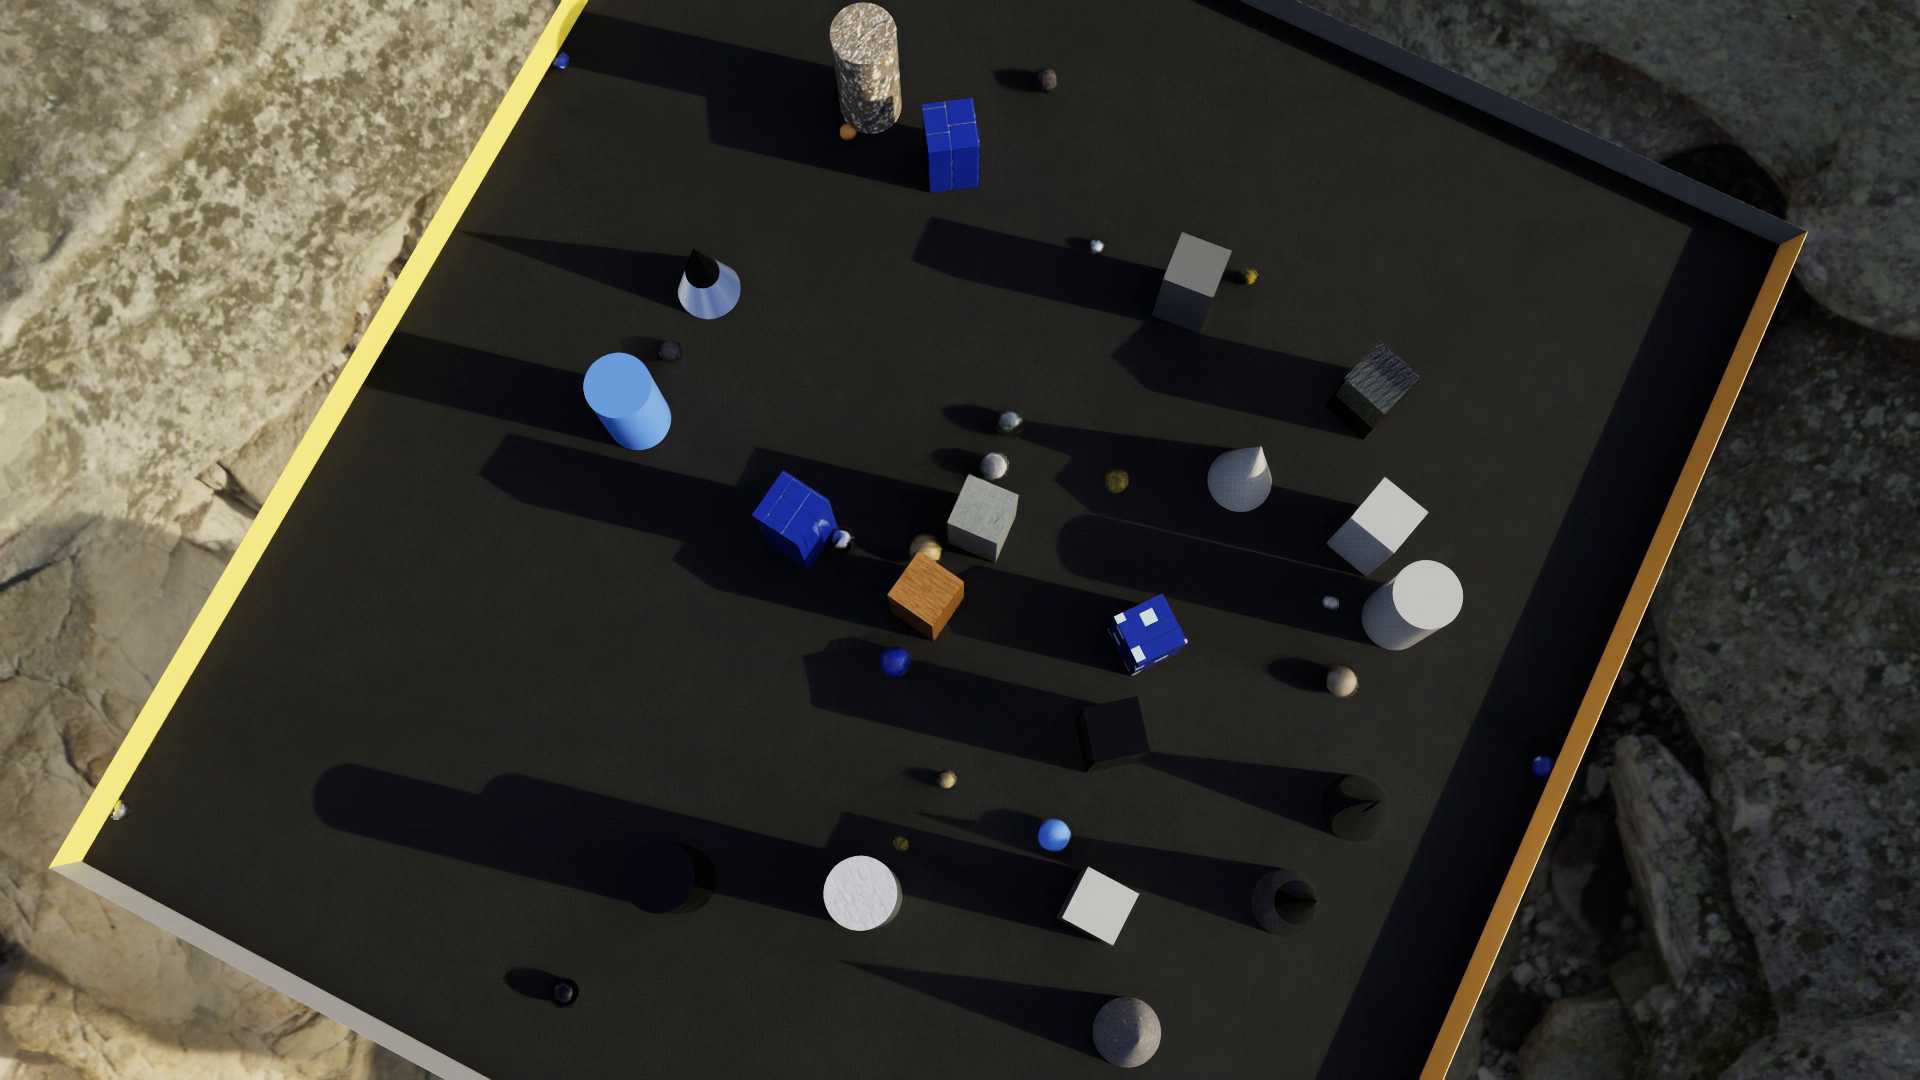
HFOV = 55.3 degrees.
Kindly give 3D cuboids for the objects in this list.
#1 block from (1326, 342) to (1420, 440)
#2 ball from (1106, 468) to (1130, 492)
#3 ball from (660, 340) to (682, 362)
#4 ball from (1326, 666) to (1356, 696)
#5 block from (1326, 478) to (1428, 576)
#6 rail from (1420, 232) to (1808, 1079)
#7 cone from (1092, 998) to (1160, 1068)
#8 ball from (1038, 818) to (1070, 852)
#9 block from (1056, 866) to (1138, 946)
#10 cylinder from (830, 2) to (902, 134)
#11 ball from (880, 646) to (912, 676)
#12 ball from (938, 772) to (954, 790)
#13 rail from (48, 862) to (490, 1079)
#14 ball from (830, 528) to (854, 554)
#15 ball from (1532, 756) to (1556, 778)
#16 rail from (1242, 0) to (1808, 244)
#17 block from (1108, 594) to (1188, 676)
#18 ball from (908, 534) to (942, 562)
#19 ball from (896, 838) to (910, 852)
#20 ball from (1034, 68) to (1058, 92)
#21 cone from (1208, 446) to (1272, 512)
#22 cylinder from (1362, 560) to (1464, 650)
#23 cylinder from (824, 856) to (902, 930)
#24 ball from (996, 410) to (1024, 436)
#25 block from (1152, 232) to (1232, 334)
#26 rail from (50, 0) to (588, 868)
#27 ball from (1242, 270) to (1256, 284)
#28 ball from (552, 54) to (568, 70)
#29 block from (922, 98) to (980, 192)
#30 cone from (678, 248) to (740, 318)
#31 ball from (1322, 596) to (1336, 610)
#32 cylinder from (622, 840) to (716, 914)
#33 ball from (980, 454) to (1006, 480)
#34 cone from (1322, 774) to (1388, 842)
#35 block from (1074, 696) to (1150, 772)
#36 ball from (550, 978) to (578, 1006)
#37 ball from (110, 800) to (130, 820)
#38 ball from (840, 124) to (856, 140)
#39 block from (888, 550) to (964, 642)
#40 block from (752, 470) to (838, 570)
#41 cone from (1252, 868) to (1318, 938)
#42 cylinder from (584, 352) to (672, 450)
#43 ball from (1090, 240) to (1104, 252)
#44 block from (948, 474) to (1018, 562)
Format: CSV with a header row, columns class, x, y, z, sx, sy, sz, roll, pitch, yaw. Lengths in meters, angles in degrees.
class,x,y,z,sx,sy,sz,roll,pitch,yaw
block,1.249,-0.450,5.560,0.159,0.293,0.159,44,82,8
ball,0.483,-0.182,5.618,0.072,0.072,0.072,0,78,0
ball,-0.899,-0.588,5.701,0.073,0.073,0.073,0,78,0
ball,1.140,0.423,5.483,0.091,0.091,0.091,0,78,0
block,1.232,-0.035,5.436,0.159,0.368,0.159,40,81,8
rail,1.695,0.837,5.377,0.045,0.129,4.092,26,80,5
cone,0.484,1.391,5.137,0.198,0.376,0.198,0,78,0
ball,0.277,0.868,5.388,0.096,0.096,0.096,0,78,0
block,0.391,1.047,5.241,0.159,0.311,0.159,28,80,5
cylinder,-0.287,-1.452,5.668,0.198,0.488,0.198,0,78,0
ball,-0.192,0.364,5.494,0.093,0.093,0.093,0,78,0
ball,-0.042,0.714,5.443,0.050,0.050,0.050,0,78,0
rail,-0.904,1.778,5.182,3.837,0.129,0.045,26,80,5
ball,-0.359,0.002,5.577,0.076,0.076,0.076,0,78,0
ball,1.733,0.673,5.443,0.067,0.067,0.067,0,78,0
rail,0.904,-1.764,5.915,3.837,0.129,0.045,26,80,5
block,0.554,0.283,5.436,0.159,0.238,0.159,-25,79,-5
ball,-0.105,0.029,5.560,0.099,0.099,0.099,0,78,0
ball,-0.170,0.899,5.409,0.042,0.042,0.042,0,78,0
ball,0.277,-1.476,5.885,0.073,0.073,0.073,0,78,0
cone,0.863,-0.226,5.450,0.198,0.417,0.198,0,78,0
cylinder,1.319,0.196,5.367,0.198,0.409,0.198,0,78,0
cylinder,-0.269,0.999,5.168,0.198,0.473,0.198,0,78,0
ball,0.152,-0.361,5.648,0.085,0.085,0.085,0,78,0
block,0.706,-0.784,5.608,0.159,0.335,0.159,22,79,4
rail,-1.695,-0.823,5.720,0.045,0.129,4.092,26,80,5
ball,0.908,-0.826,5.764,0.046,0.046,0.046,0,78,0
ball,-1.292,-1.543,5.912,0.047,0.047,0.047,0,78,0
block,-0.027,-1.227,5.711,0.159,0.312,0.159,-8,78,-2
cone,-0.791,-0.828,5.604,0.198,0.359,0.198,0,78,0
ball,1.120,0.188,5.556,0.043,0.043,0.043,0,78,0
cylinder,-0.818,0.958,5.190,0.198,0.446,0.198,0,78,0
ball,0.102,-0.226,5.622,0.081,0.081,0.081,0,78,0
cone,1.174,0.764,5.283,0.198,0.343,0.198,0,78,0
block,0.438,0.567,5.314,0.159,0.362,0.159,-11,79,-2
ball,-1.144,1.310,5.304,0.080,0.080,0.080,0,78,0
ball,-2.484,0.799,5.423,0.054,0.054,0.054,0,78,0
ball,-0.357,-1.305,5.859,0.055,0.055,0.055,0,78,0
block,-0.099,0.169,5.430,0.159,0.297,0.159,34,80,7
block,-0.484,-0.053,5.426,0.159,0.395,0.159,33,80,6
cone,0.958,1.019,5.155,0.198,0.490,0.198,0,78,0
cylinder,-0.997,-0.412,5.513,0.198,0.370,0.198,0,78,0
ball,0.432,-0.928,5.788,0.042,0.042,0.042,0,78,0
block,0.067,-0.062,5.481,0.159,0.291,0.159,23,79,5
